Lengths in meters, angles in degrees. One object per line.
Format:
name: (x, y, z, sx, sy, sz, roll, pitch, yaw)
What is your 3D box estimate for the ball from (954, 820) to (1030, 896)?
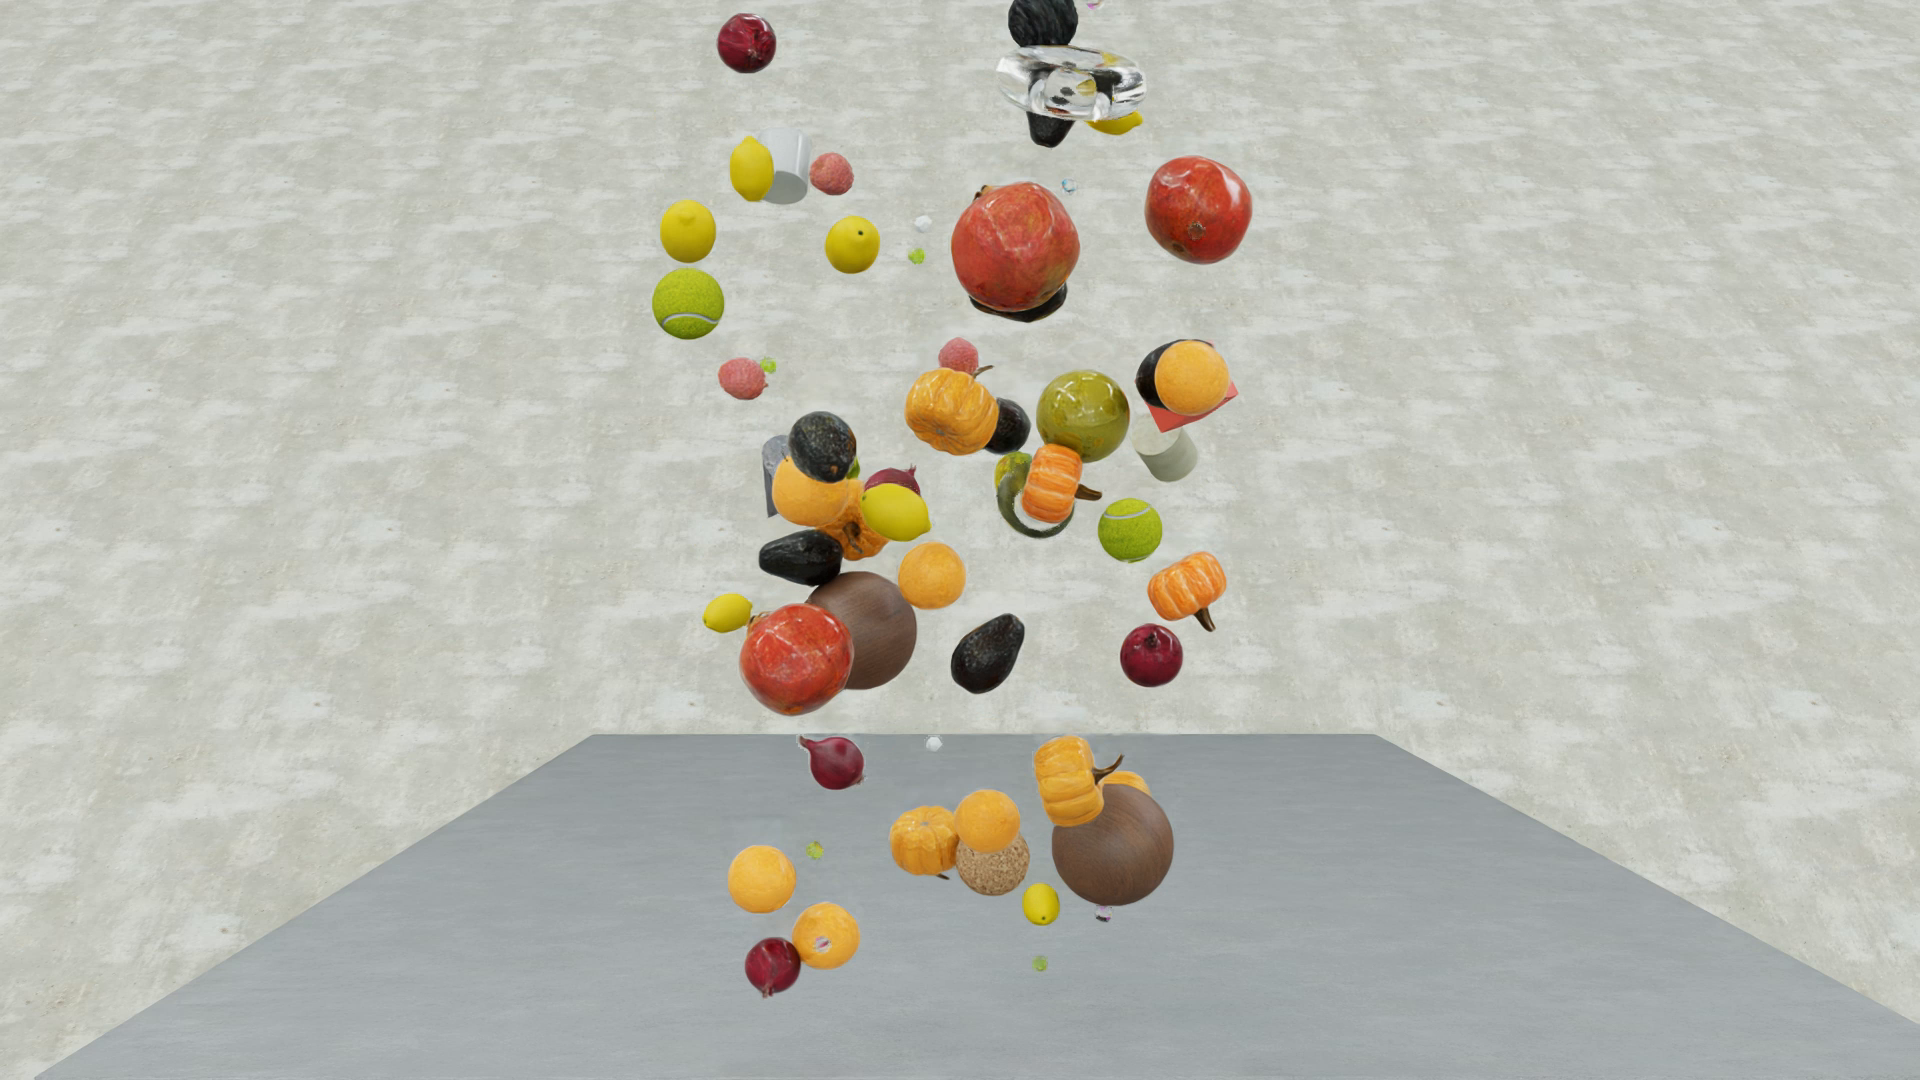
ball: (0.038, 0.371, 3.016, 0.088, 0.088, 0.088, 0, 28, 0)

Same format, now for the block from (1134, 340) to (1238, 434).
block: (0.230, -0.156, 2.628, 0.062, 0.062, 0.062, -20, -9, -39)

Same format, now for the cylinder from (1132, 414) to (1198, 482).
cylinder: (0.223, -0.102, 2.816, 0.057, 0.057, 0.057, -14, 54, 20)

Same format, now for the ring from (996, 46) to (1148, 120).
ring: (0.098, -0.402, 2.267, 0.134, 0.045, 0.134, 5, 22, -2)

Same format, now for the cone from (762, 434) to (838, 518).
cone: (-0.181, -0.049, 2.649, 0.083, 0.083, 0.083, 19, 41, -18)

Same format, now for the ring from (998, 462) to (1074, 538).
ring: (0.077, -0.040, 2.630, 0.083, 0.028, 0.083, 6, 66, -15)

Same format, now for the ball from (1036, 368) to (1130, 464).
ball: (0.122, -0.123, 2.555, 0.094, 0.094, 0.094, 0, 28, 0)

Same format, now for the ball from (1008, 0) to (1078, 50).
ball: (0.080, -0.502, 2.495, 0.068, 0.068, 0.068, 0, 28, 0)

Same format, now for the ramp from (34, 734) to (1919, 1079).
ramp: (0.063, 0.569, 4.610, 2.000, 0.100, 4.000, 0, 1, 0)
